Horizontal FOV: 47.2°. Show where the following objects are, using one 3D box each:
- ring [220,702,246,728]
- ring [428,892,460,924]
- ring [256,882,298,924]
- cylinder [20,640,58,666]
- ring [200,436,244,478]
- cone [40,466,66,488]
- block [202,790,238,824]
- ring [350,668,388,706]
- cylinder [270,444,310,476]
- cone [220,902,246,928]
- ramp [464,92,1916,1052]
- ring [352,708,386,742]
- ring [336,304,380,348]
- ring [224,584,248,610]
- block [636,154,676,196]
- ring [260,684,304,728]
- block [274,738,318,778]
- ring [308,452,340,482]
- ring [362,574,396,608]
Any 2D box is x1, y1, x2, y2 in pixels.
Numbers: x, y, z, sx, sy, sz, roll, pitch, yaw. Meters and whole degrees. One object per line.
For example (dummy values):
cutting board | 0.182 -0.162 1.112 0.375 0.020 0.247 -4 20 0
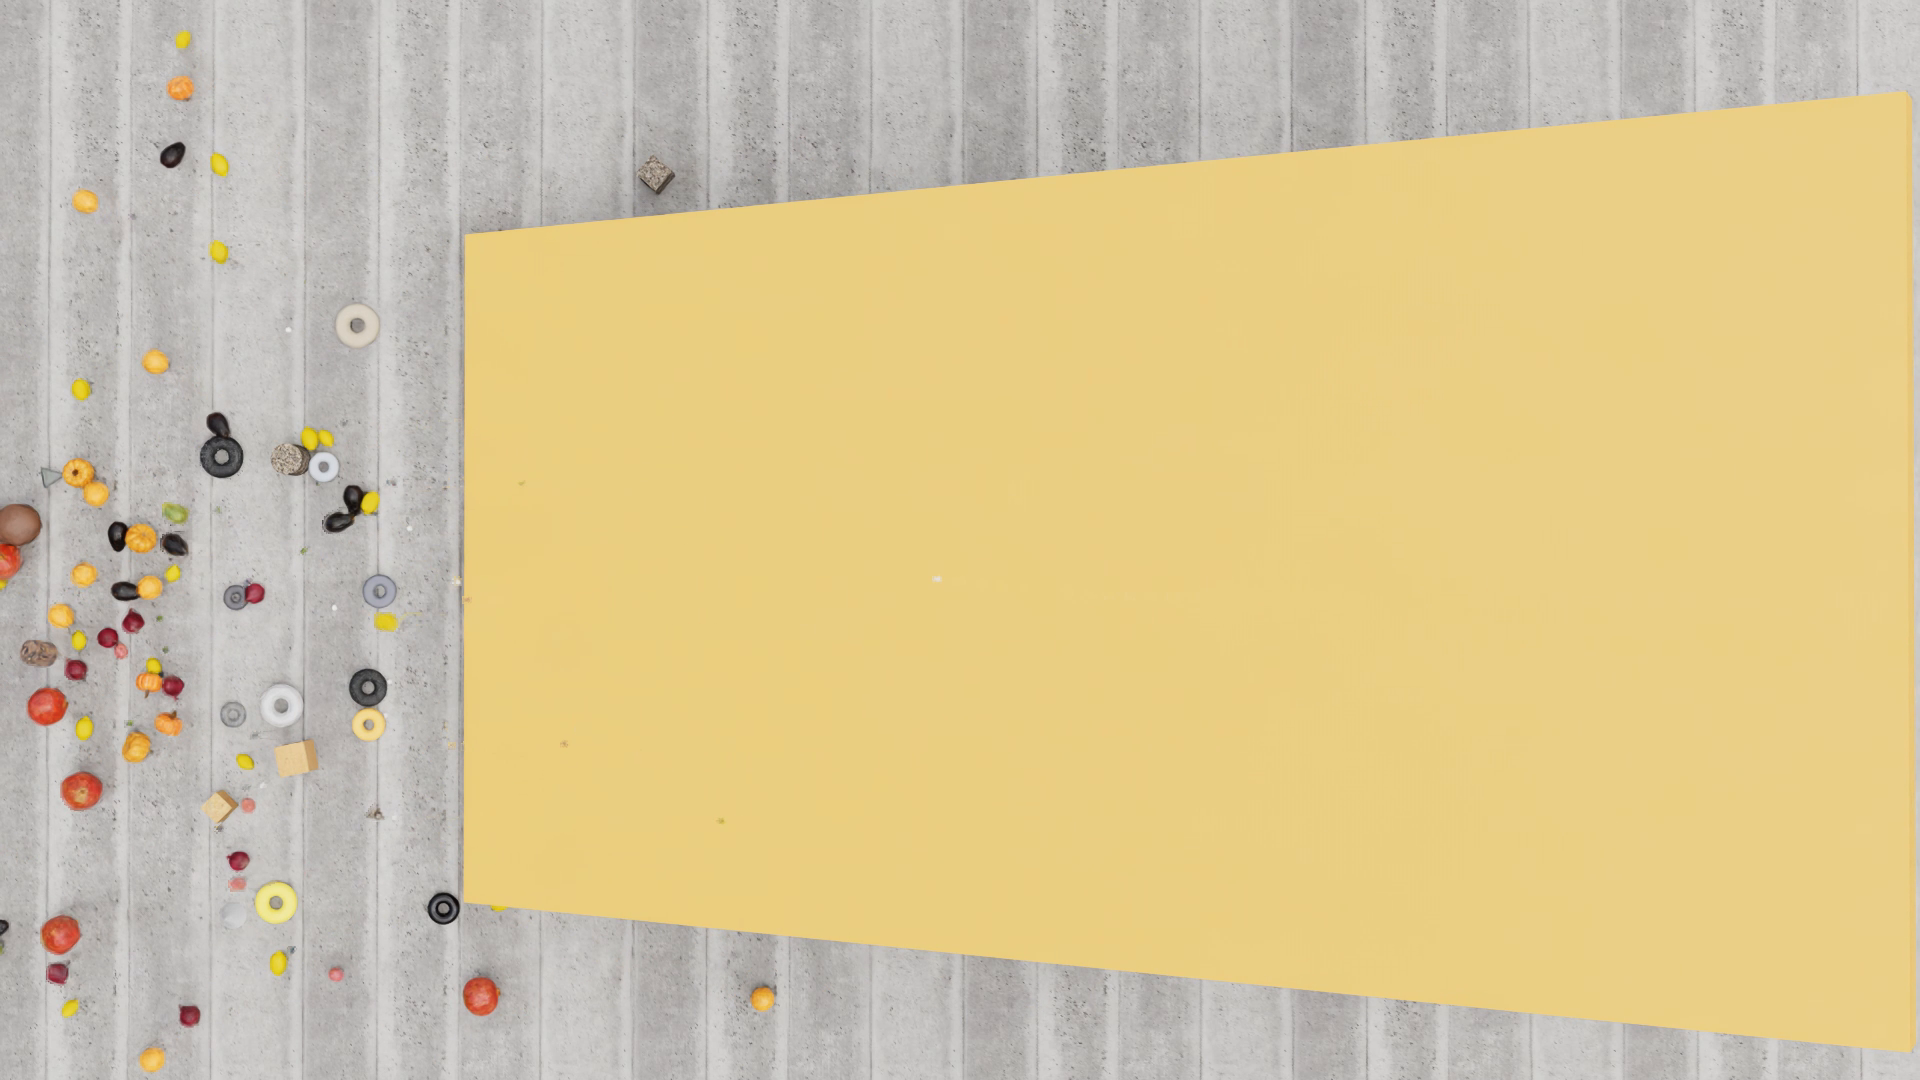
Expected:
ring | -2.200 0.529 6.656 0.080 0.027 0.080 0 91 0
ring | -1.561 1.114 6.647 0.098 0.033 0.098 0 89 -1
ring | -2.066 1.096 6.643 0.127 0.042 0.127 0 89 -1
cylinder | -2.774 0.340 6.622 0.073 0.073 0.073 -5 78 24
ring | -2.234 -0.252 6.655 0.131 0.044 0.131 0 91 0
cone | -2.742 -0.193 6.661 0.067 0.067 0.067 -10 89 -27
block | -2.233 0.805 6.633 0.067 0.067 0.067 44 90 0
ring | -1.790 0.447 6.651 0.116 0.039 0.116 0 91 0
cylinder | -2.017 -0.242 6.629 0.094 0.094 0.094 0 89 0
cone | -2.203 1.137 6.622 0.082 0.082 0.082 0 89 0
ramp | 0.269 0.074 5.624 4.000 0.100 2.000 0 89 30
ring | -1.789 0.559 6.652 0.101 0.034 0.101 0 91 0
ring | -1.824 -0.649 6.658 0.136 0.045 0.136 0 90 -1
ring | -2.193 0.174 6.660 0.077 0.026 0.077 0 89 1
block | -0.920 -1.104 6.645 0.079 0.079 0.079 41 90 0
ring | -2.051 0.501 6.648 0.131 0.044 0.131 0 90 -1
block | -1.998 0.657 6.622 0.092 0.092 0.092 -12 89 0
ring | -1.927 -0.221 6.661 0.094 0.031 0.094 0 91 1
ring | -1.757 0.156 6.656 0.103 0.034 0.103 0 89 1
